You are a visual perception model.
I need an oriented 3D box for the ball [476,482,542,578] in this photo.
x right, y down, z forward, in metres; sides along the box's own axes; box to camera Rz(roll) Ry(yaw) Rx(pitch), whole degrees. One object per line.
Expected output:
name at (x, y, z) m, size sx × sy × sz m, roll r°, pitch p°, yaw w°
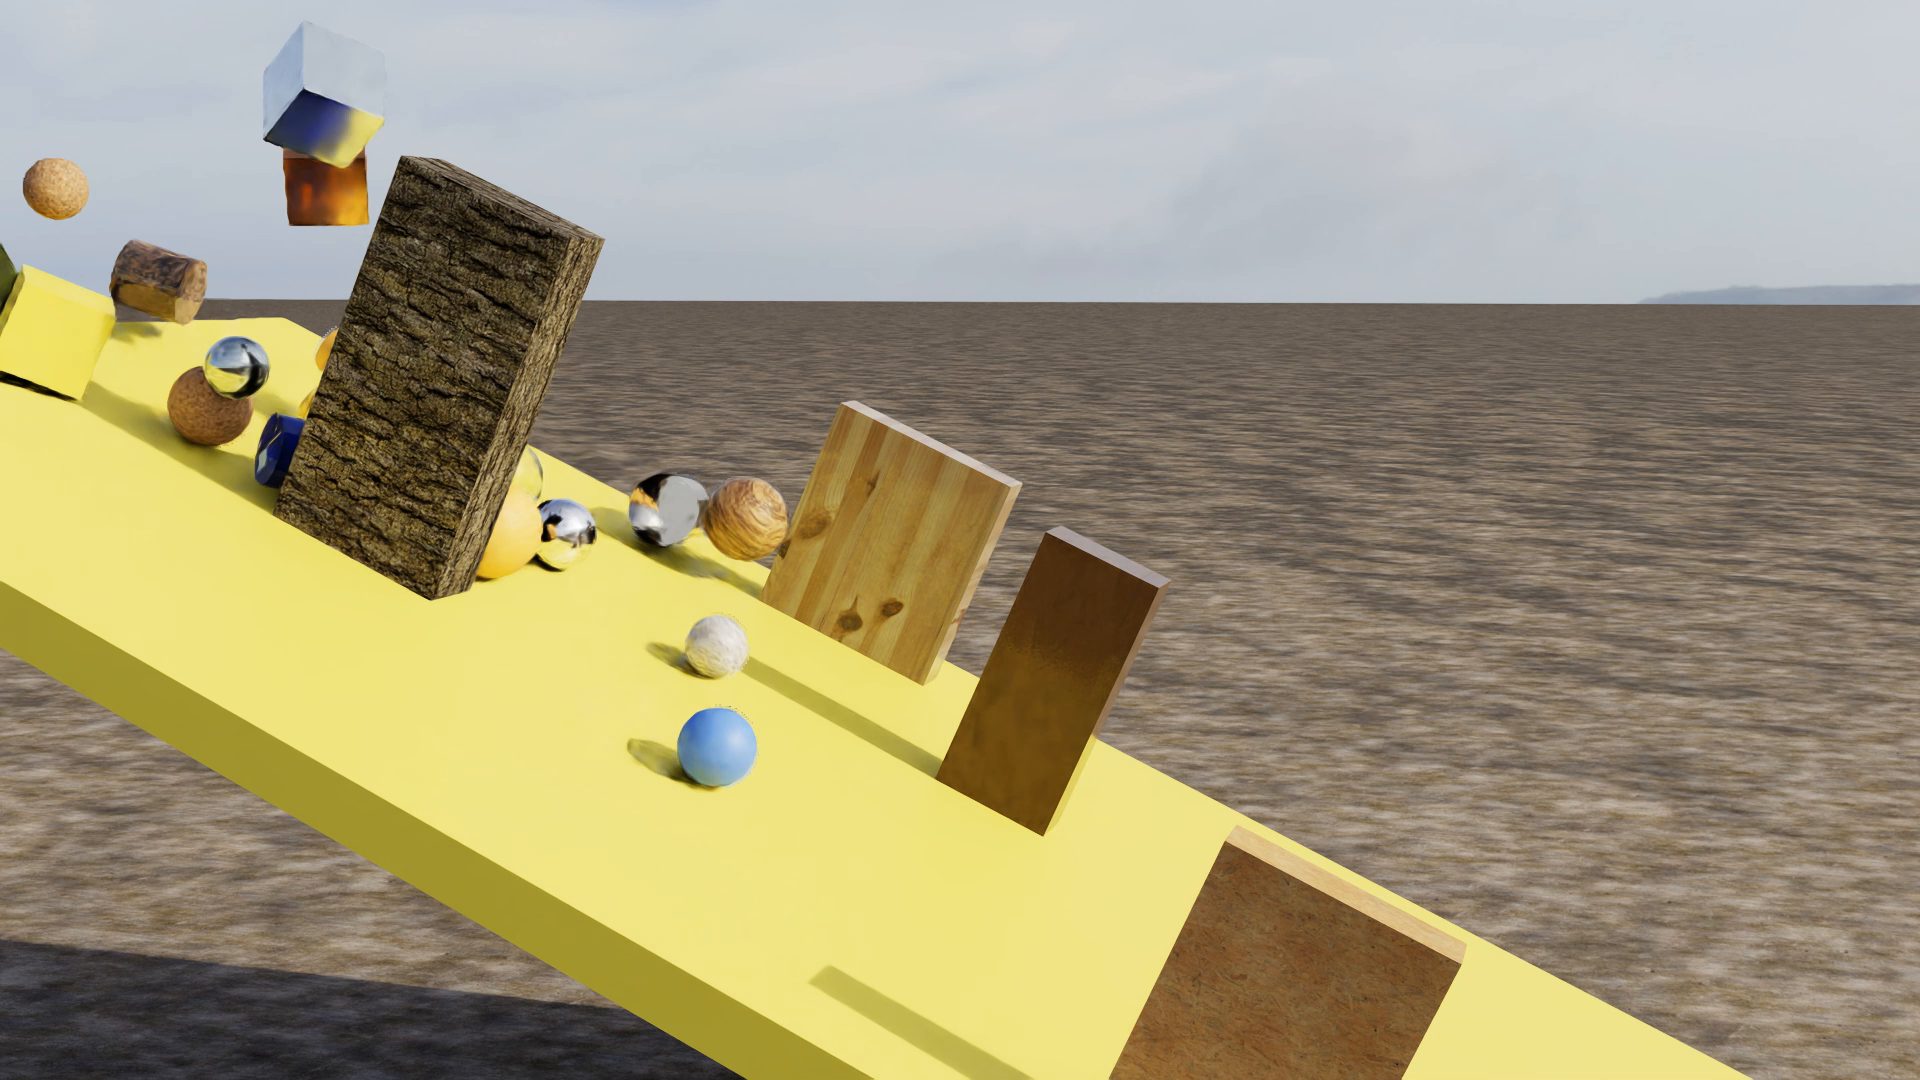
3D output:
ball at (-0.928, -0.024, 4.354) m, size 0.199 × 0.199 × 0.199 m, roll 0°, pitch 7°, yaw 0°

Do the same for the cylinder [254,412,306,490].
cylinder at (-1.304, -0.165, 4.376) m, size 0.146 × 0.146 × 0.146 m, roll 14°, pitch -3°, yaw -35°

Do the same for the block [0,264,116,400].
block at (-1.799, -0.413, 4.356) m, size 0.179 × 0.179 × 0.179 m, roll 23°, pitch 8°, yaw -29°

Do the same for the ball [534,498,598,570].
ball at (-0.833, -0.014, 4.587) m, size 0.150 × 0.150 × 0.150 m, roll 0°, pitch 7°, yaw 0°

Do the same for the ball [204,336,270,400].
ball at (-1.404, -0.335, 4.270) m, size 0.124 × 0.124 × 0.124 m, roll 0°, pitch 7°, yaw 0°

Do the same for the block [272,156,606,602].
block at (-0.990, -0.305, 4.158) m, size 0.371 × 0.741 × 0.147 m, roll 27°, pitch 14°, yaw 13°

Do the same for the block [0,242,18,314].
block at (-1.987, -0.530, 4.427) m, size 0.158 × 0.158 × 0.158 m, roll -30°, pitch 33°, yaw -17°

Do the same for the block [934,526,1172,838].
block at (0.181, 0.276, 4.320) m, size 0.244 × 0.550 × 0.116 m, roll 27°, pitch 14°, yaw 13°

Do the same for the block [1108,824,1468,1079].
block at (0.440, 0.718, 3.129) m, size 0.359 × 0.508 × 0.097 m, roll 27°, pitch 14°, yaw 13°

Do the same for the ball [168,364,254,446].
ball at (-1.502, -0.270, 4.407) m, size 0.163 × 0.163 × 0.163 m, roll 0°, pitch 7°, yaw 0°

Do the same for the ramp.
ramp at (-0.276, 0.476, 4.177) m, size 4.000 × 0.100 × 2.000 m, roll 27°, pitch 14°, yaw 13°

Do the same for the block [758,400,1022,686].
block at (-0.159, 0.005, 4.917) m, size 0.430 × 0.493 × 0.095 m, roll 27°, pitch 14°, yaw 13°

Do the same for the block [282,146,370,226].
block at (-1.327, -0.771, 4.606) m, size 0.162 × 0.162 × 0.162 m, roll -3°, pitch 41°, yaw -14°

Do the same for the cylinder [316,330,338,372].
cylinder at (-1.285, -0.367, 4.743) m, size 0.148 × 0.148 × 0.148 m, roll 47°, pitch 28°, yaw 20°

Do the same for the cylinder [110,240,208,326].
cylinder at (-1.790, -0.576, 4.918) m, size 0.153 × 0.153 × 0.153 m, roll 18°, pitch 8°, yaw 1°

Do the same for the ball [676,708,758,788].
ball at (-0.425, 0.362, 3.843) m, size 0.140 × 0.140 × 0.140 m, roll 0°, pitch 7°, yaw 0°

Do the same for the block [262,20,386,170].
block at (-1.224, -0.856, 4.236) m, size 0.171 × 0.171 × 0.171 m, roll 16°, pitch -38°, yaw -38°

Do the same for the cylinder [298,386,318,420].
cylinder at (-1.374, -0.282, 4.790) m, size 0.110 × 0.110 × 0.110 m, roll -1°, pitch 16°, yaw -4°

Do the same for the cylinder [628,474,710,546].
cylinder at (-0.660, -0.068, 5.012) m, size 0.160 × 0.160 × 0.160 m, roll 0°, pitch 1°, yaw 4°

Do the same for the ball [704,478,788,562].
ball at (-0.480, -0.046, 4.943) m, size 0.190 × 0.190 × 0.190 m, roll 0°, pitch 7°, yaw 0°

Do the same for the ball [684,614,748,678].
ball at (-0.483, 0.211, 4.364) m, size 0.125 × 0.125 × 0.125 m, roll 0°, pitch 7°, yaw 0°

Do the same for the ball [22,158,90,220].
ball at (-1.758, -0.684, 4.276) m, size 0.120 × 0.120 × 0.120 m, roll 0°, pitch 7°, yaw 0°

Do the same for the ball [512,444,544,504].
ball at (-0.984, -0.129, 4.689) m, size 0.190 × 0.190 × 0.190 m, roll 0°, pitch 7°, yaw 0°
